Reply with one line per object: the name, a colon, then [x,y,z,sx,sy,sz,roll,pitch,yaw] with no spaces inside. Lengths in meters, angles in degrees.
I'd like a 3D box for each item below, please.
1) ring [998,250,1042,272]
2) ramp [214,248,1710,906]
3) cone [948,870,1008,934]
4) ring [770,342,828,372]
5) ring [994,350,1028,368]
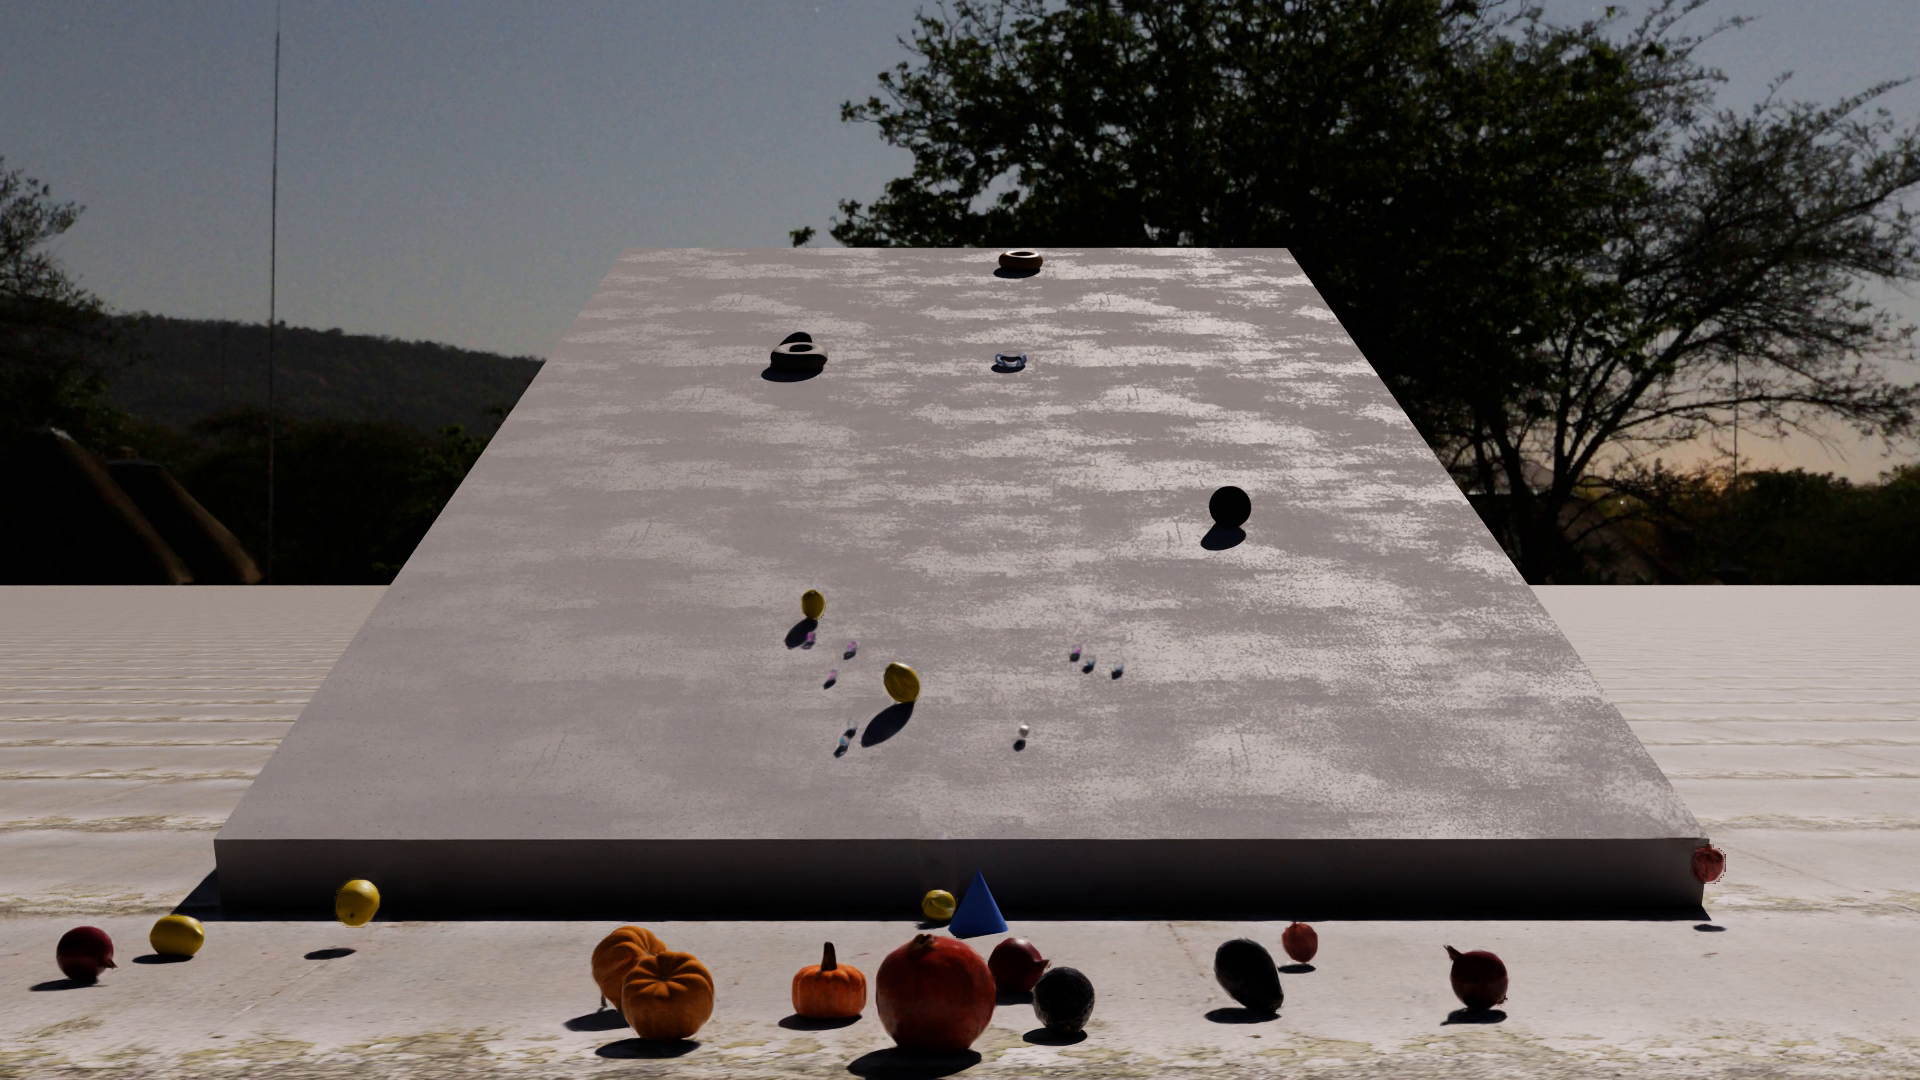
ring: [0.176,-0.808,6.506,0.130,0.043,0.130,1,18,0]
ramp: [-0.004,-0.194,4.913,2.000,0.100,4.000,0,19,0]
cone: [0.023,0.452,2.831,0.077,0.077,0.077,0,-1,0]
ring: [-0.388,-0.441,5.414,0.139,0.046,0.139,-1,20,0]
ring: [0.123,-0.438,5.437,0.080,0.027,0.080,0,20,0]
